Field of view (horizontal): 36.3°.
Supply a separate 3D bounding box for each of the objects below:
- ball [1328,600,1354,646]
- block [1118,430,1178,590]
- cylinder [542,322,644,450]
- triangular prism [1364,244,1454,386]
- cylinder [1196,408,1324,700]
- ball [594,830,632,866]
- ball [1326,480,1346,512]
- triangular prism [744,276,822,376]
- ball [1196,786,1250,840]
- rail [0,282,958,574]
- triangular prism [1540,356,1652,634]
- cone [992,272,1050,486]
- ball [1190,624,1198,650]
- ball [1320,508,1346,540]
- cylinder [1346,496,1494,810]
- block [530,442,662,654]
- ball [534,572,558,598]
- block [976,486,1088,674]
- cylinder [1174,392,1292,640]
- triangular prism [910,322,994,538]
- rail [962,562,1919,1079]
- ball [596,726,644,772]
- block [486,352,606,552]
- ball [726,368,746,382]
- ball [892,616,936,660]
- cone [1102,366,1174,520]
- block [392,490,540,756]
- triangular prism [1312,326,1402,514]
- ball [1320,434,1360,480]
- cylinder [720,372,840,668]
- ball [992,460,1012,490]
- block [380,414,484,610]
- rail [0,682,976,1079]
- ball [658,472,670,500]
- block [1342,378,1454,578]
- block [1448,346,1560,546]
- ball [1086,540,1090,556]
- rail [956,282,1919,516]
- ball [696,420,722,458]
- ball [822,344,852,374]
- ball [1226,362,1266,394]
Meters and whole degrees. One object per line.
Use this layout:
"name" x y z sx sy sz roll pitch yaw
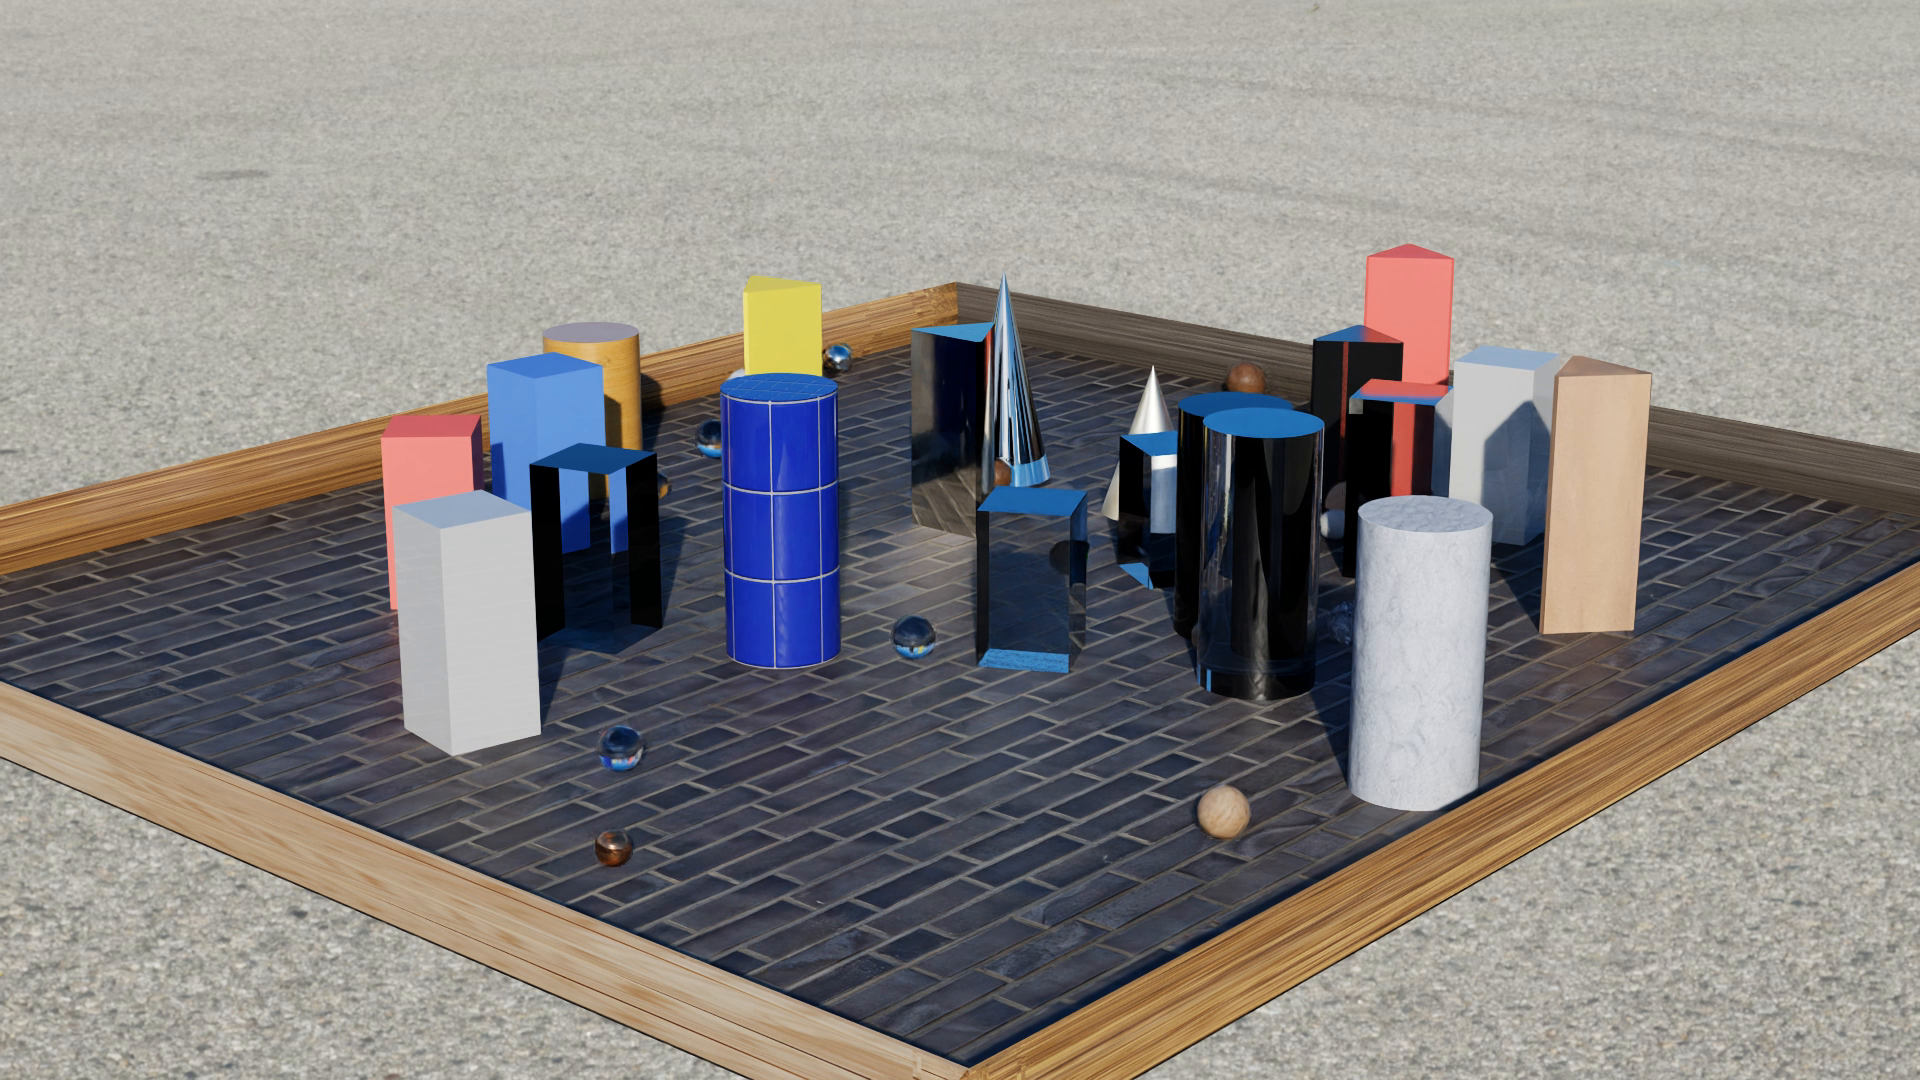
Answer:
"ball" 0.647 0.139 4.849 0.076 0.076 0.076 0 17 0
"block" 0.380 -0.057 5.209 0.151 0.241 0.151 -6 18 -18
"cylinder" -0.724 -0.264 5.792 0.189 0.300 0.189 0 17 0
"triangular prism" 0.874 -0.340 5.761 0.164 0.464 0.142 2 17 7
"cylinder" 0.473 0.021 4.633 0.189 0.426 0.189 0 17 0
"ball" -0.470 0.417 3.973 0.050 0.050 0.050 0 17 0
"ball" 0.732 -0.065 5.490 0.095 0.095 0.095 0 17 0
"triangular prism" -0.375 -0.311 5.775 0.164 0.401 0.142 -9 19 -28
"ball" 0.365 0.377 4.061 0.075 0.075 0.075 0 17 0
"rail" -1.007 -0.222 5.957 0.045 0.123 3.095 14 22 39
"triangular prism" 1.047 -0.079 4.933 0.164 0.443 0.142 -2 17 -7
"cone" 0.086 -0.331 5.808 0.189 0.420 0.189 0 17 0
"ball" 0.408 0.158 4.816 0.057 0.057 0.057 0 17 0
"ball" 0.694 -0.029 5.432 0.059 0.059 0.059 0 17 0
"cylinder" 0.657 0.160 4.196 0.189 0.412 0.189 0 17 0
"block" -0.603 0.013 4.866 0.151 0.307 0.151 8 18 24
"ball" -0.721 0.079 5.101 0.044 0.044 0.044 0 17 0
"block" 0.118 0.062 4.776 0.151 0.264 0.151 4 17 12
"cylinder" 0.454 -0.036 4.891 0.189 0.386 0.189 0 17 0
"triangular prism" 0.017 -0.213 5.495 0.164 0.374 0.142 14 21 38
"rail" 1.007 0.284 4.284 0.045 0.123 3.095 14 22 39
"ball" -0.500 0.306 4.307 0.068 0.068 0.068 0 17 0
"block" -0.759 -0.162 5.406 0.151 0.329 0.151 -15 22 -41
"ball" -0.466 -0.325 6.357 0.092 0.092 0.092 0 17 0
"ball" -0.075 0.160 4.788 0.071 0.071 0.071 0 17 0
"cone" 0.365 -0.193 5.581 0.189 0.287 0.189 0 17 0
"block" -0.744 0.123 4.422 0.151 0.353 0.151 -13 21 -36
"triangular prism" 0.751 -0.222 5.568 0.164 0.350 0.142 2 17 8
"ball" 0.760 -0.164 5.822 0.091 0.091 0.091 0 17 0
"cylinder" -0.291 -0.032 4.773 0.189 0.447 0.189 0 17 0
"ball" 0.071 -0.126 5.745 0.064 0.064 0.064 0 17 0
"block" -0.907 -0.050 5.076 0.151 0.305 0.151 -1 17 -2
"rail" -0.999 0.364 4.019 2.714 0.123 0.045 14 22 39
"ball" -0.592 -0.105 5.689 0.056 0.056 0.056 0 17 0
"block" 0.780 -0.104 5.214 0.151 0.328 0.151 7 18 21
"block" 1.010 -0.178 5.453 0.151 0.332 0.151 9 19 28
"ball" 0.202 0.014 5.285 0.062 0.062 0.062 0 17 0
"rail" 0.999 -0.302 6.222 2.714 0.123 0.045 14 22 39
"ball" -0.499 -0.206 5.986 0.078 0.078 0.078 0 17 0
"ball" -0.279 -0.413 6.690 0.067 0.067 0.067 0 17 0
"ball" 0.627 -0.346 6.431 0.088 0.088 0.088 0 17 0
